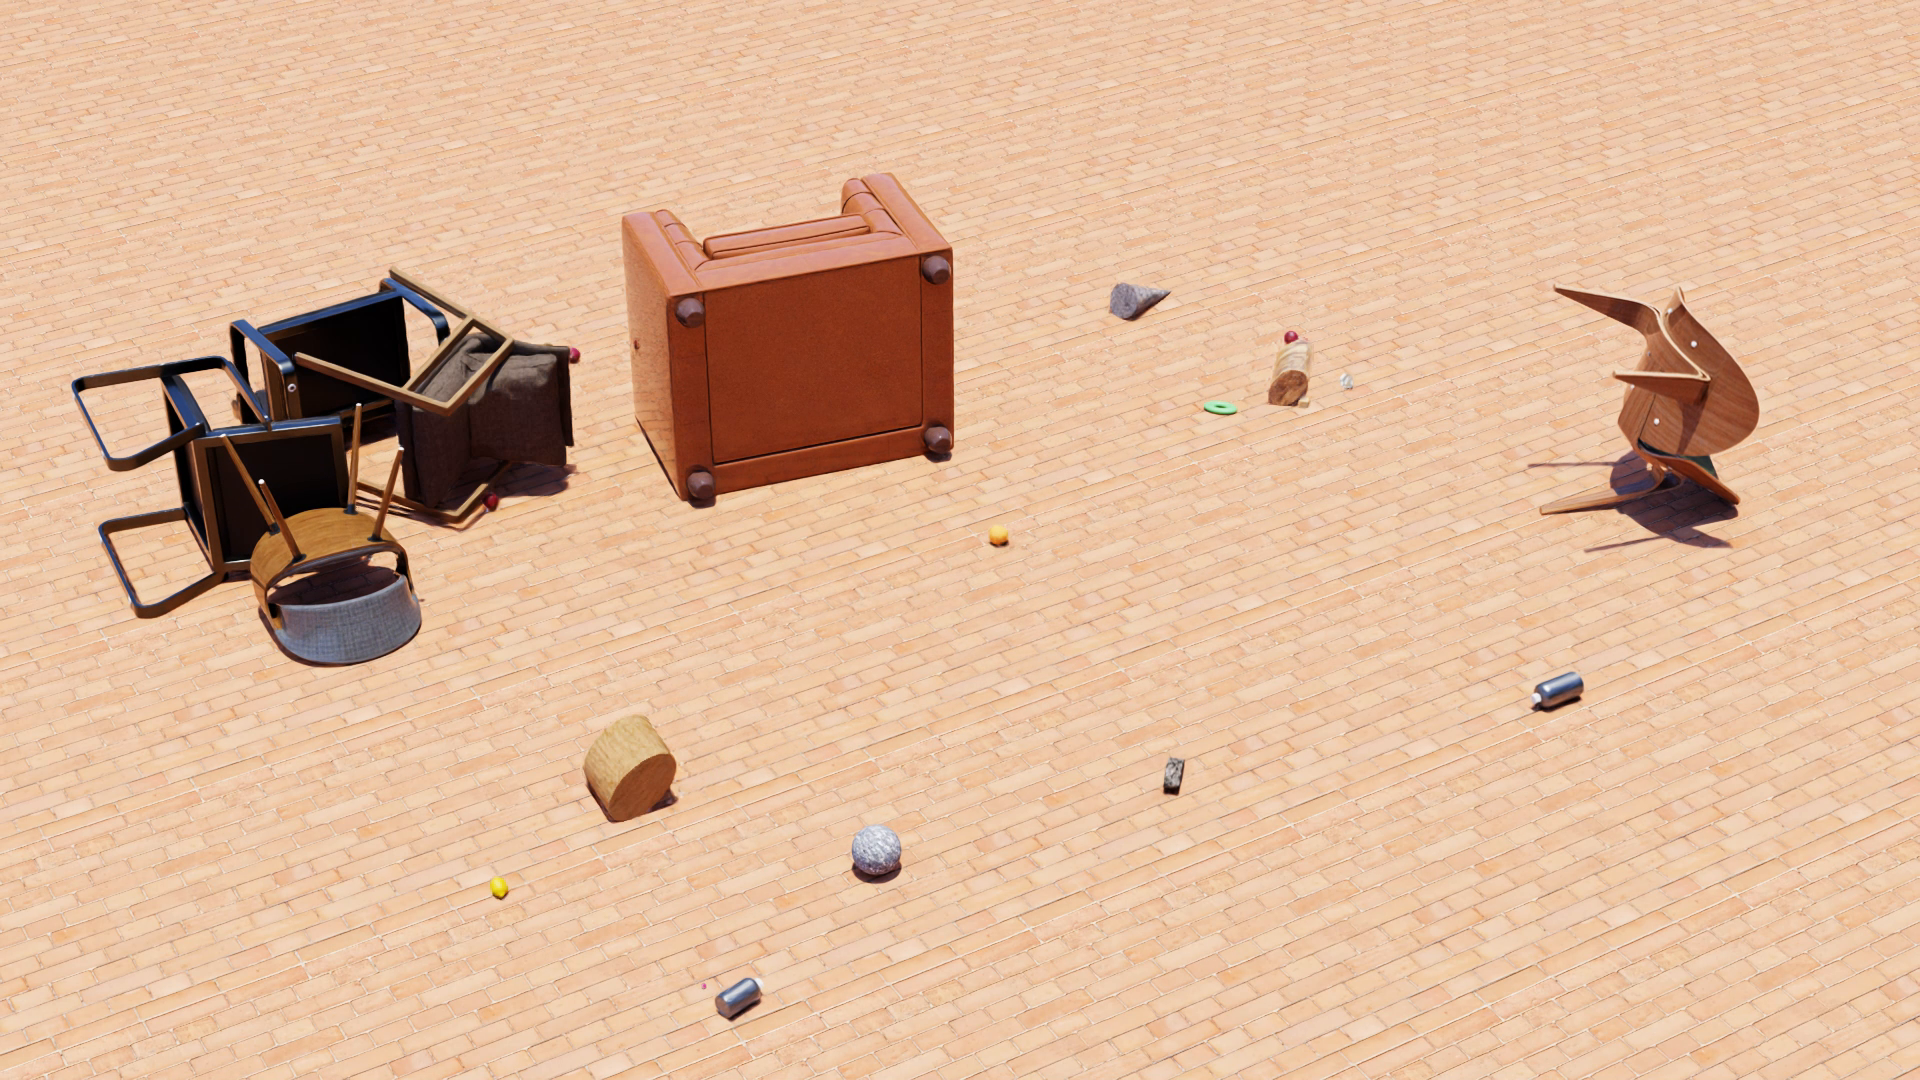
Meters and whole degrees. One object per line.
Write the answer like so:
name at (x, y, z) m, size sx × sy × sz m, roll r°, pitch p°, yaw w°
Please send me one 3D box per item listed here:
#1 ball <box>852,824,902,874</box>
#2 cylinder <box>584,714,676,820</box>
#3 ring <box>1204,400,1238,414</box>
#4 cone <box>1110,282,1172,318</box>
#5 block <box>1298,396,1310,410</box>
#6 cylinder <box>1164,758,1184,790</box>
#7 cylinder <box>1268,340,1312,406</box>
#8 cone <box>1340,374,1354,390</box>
ball at (-0.265, 0.983, 9.308) m, size 0.160 × 0.160 × 0.160 m, roll 0°, pitch 33°, yaw 0°
cylinder at (-1.082, 0.745, 9.606) m, size 0.283 × 0.175 × 0.237 m, roll -48°, pitch 42°, yaw 5°
ring at (1.042, -0.529, 11.727) m, size 0.136 × 0.023 × 0.082 m, roll 9°, pitch 34°, yaw 12°
cone at (0.799, -1.037, 12.448) m, size 0.326 × 0.161 × 0.146 m, roll -15°, pitch 65°, yaw -45°
block at (1.379, -0.550, 11.748) m, size 0.035 × 0.033 × 0.040 m, roll 10°, pitch 35°, yaw 15°
cylinder at (0.709, 0.773, 9.702) m, size 0.052 × 0.076 × 0.139 m, roll 7°, pitch 33°, yaw 10°
cylinder at (1.333, -0.675, 11.812) m, size 0.123 × 0.192 × 0.247 m, roll 35°, pitch 33°, yaw -11°
cone at (1.582, -0.639, 11.891) m, size 0.048 × 0.060 × 0.075 m, roll 15°, pitch 30°, yaw -45°
